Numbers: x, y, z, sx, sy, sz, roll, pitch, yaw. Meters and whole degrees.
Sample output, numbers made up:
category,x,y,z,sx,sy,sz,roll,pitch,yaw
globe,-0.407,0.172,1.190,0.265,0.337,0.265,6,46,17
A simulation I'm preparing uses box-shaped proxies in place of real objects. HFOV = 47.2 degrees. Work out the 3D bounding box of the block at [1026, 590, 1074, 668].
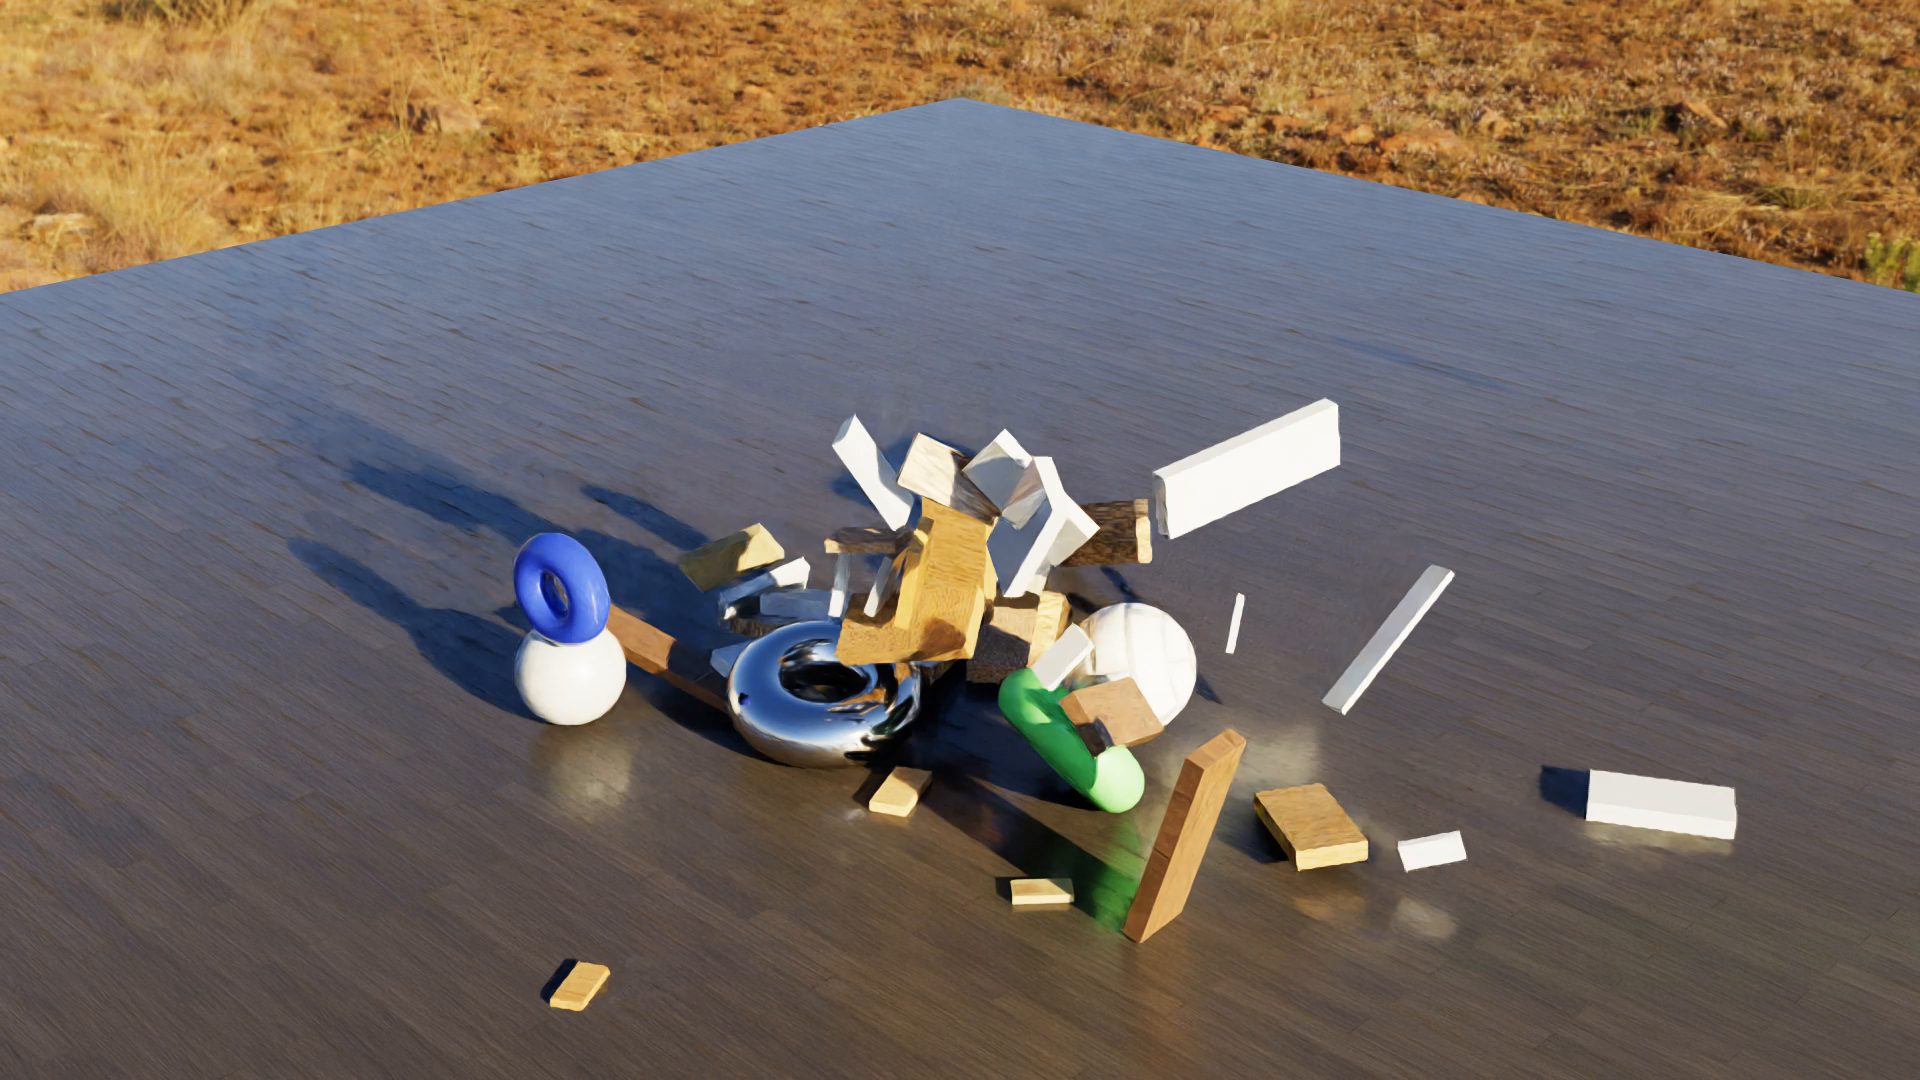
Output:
category,x,y,z,sx,sy,sz,roll,pitch,yaw
block,0.192,0.207,4.613,0.046,0.162,0.323,11,-7,8

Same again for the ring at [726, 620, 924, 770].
category,x,y,z,sx,sy,sz,roll,pitch,yaw
ring,-0.289,0.328,4.710,0.428,0.143,0.428,3,35,-2

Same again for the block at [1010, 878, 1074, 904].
category,x,y,z,sx,sy,sz,roll,pitch,yaw
block,0.156,0.666,4.171,0.117,0.017,0.059,-1,23,-3

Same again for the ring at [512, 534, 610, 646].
category,x,y,z,sx,sy,sz,roll,pitch,yaw
ring,-0.838,0.105,4.617,0.255,0.255,0.085,16,31,34

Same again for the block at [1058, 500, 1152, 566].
category,x,y,z,sx,sy,sz,roll,pitch,yaw
block,0.353,-0.016,5.472,0.043,0.153,0.306,-5,1,-37

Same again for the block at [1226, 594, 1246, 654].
category,x,y,z,sx,sy,sz,roll,pitch,yaw
block,0.624,0.189,4.974,0.017,0.122,0.061,11,31,7

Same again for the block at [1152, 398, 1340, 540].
category,x,y,z,sx,sy,sz,roll,pitch,yaw
block,0.675,-0.168,5.141,0.505,0.162,0.046,-23,34,-23

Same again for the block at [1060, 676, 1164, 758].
category,x,y,z,sx,sy,sz,roll,pitch,yaw
block,0.299,0.344,4.296,0.256,0.036,0.128,-7,62,-59

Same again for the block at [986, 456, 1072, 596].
category,x,y,z,sx,sy,sz,roll,pitch,yaw
block,0.125,-0.023,4.074,0.036,0.256,0.128,0,51,-25

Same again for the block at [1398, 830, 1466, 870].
category,x,y,z,sx,sy,sz,roll,pitch,yaw
block,0.896,0.590,4.177,0.117,0.058,0.017,-14,30,17

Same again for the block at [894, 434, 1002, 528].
category,x,y,z,sx,sy,sz,roll,pitch,yaw
block,-0.008,-0.114,4.213,0.210,0.105,0.030,24,-5,-11

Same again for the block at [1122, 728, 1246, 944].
category,x,y,z,sx,sy,sz,roll,pitch,yaw
block,0.403,0.537,3.967,0.040,0.416,0.141,33,36,26

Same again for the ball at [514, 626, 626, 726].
category,x,y,z,sx,sy,sz,roll,pitch,yaw
ball,-0.848,0.283,4.783,0.242,0.242,0.242,0,23,0

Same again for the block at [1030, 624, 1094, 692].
category,x,y,z,sx,sy,sz,roll,pitch,yaw
block,0.197,0.225,4.219,0.017,0.122,0.061,30,16,-50

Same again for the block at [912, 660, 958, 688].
category,x,y,z,sx,sy,sz,roll,pitch,yaw
block,-0.090,0.250,5.038,0.158,0.045,0.316,14,18,15

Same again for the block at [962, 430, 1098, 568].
category,x,y,z,sx,sy,sz,roll,pitch,yaw
block,0.132,-0.077,4.144,0.256,0.128,0.036,46,51,-1

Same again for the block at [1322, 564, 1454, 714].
category,x,y,z,sx,sy,sz,roll,pitch,yaw
block,0.910,0.209,4.671,0.396,0.017,0.061,-49,34,-14

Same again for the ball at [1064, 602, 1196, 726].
category,x,y,z,sx,sy,sz,roll,pitch,yaw
ball,0.355,0.269,4.604,0.278,0.278,0.278,0,23,0

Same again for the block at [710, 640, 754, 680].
category,x,y,z,sx,sy,sz,roll,pitch,yaw
block,-0.423,0.315,4.882,0.131,0.037,0.263,-13,39,-41

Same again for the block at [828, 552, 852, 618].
category,x,y,z,sx,sy,sz,roll,pitch,yaw
block,-0.248,0.072,4.640,0.023,0.161,0.081,11,26,2

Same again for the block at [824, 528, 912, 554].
category,x,y,z,sx,sy,sz,roll,pitch,yaw
block,-0.189,0.000,4.540,0.161,0.023,0.081,1,22,26

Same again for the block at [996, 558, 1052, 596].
category,x,y,z,sx,sy,sz,roll,pitch,yaw
block,0.138,0.068,5.386,0.158,0.045,0.316,17,8,3

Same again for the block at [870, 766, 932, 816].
category,x,y,z,sx,sy,sz,roll,pitch,yaw
block,-0.121,0.515,4.518,0.078,0.022,0.157,8,24,17

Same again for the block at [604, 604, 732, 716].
category,x,y,z,sx,sy,sz,roll,pitch,yaw
block,-0.656,0.269,4.965,0.523,0.032,0.112,25,32,26

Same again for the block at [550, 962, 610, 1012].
category,x,y,z,sx,sy,sz,roll,pitch,yaw
block,-0.671,0.788,3.883,0.058,0.017,0.117,6,24,14

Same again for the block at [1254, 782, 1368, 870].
category,x,y,z,sx,sy,sz,roll,pitch,yaw
block,0.689,0.562,4.334,0.141,0.040,0.283,-7,18,-7

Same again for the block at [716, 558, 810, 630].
category,x,y,z,sx,sy,sz,roll,pitch,yaw
block,-0.457,0.124,5.098,0.223,0.112,0.032,-24,64,-27

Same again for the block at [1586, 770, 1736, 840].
category,x,y,z,sx,sy,sz,roll,pitch,yaw
block,1.417,0.534,4.450,0.283,0.040,0.141,6,24,15

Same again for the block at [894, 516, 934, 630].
category,x,y,z,sx,sy,sz,roll,pitch,yaw
block,-0.094,0.068,4.514,0.030,0.229,0.105,15,46,4

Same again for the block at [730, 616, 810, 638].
category,x,y,z,sx,sy,sz,roll,pitch,yaw
block,-0.388,0.207,5.093,0.263,0.037,0.131,4,4,-44

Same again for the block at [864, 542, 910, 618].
category,x,y,z,sx,sy,sz,roll,pitch,yaw
block,-0.153,0.079,4.579,0.023,0.161,0.081,28,37,9

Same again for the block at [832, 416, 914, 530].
category,x,y,z,sx,sy,sz,roll,pitch,yaw
block,-0.167,-0.130,4.258,0.030,0.210,0.105,-27,21,22

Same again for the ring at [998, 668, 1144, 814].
category,x,y,z,sx,sy,sz,roll,pitch,yaw
ring,0.223,0.403,4.419,0.121,0.363,0.363,-45,35,-5

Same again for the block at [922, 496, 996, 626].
category,x,y,z,sx,sy,sz,roll,pitch,yaw
block,-0.003,0.016,4.825,0.162,0.323,0.046,13,25,28

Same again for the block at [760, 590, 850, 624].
category,x,y,z,sx,sy,sz,roll,pitch,yaw
block,-0.278,0.150,4.951,0.153,0.043,0.367,-5,6,-42

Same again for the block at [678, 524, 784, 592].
category,x,y,z,sx,sy,sz,roll,pitch,yaw
block,-0.539,0.043,5.172,0.223,0.112,0.032,-21,47,15

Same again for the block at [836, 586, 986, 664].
category,x,y,z,sx,sy,sz,roll,pitch,yaw
block,-0.104,0.181,4.637,0.306,0.043,0.153,-4,54,27

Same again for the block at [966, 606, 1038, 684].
category,x,y,z,sx,sy,sz,roll,pitch,yaw
block,0.120,0.246,5.124,0.158,0.045,0.316,4,23,10
